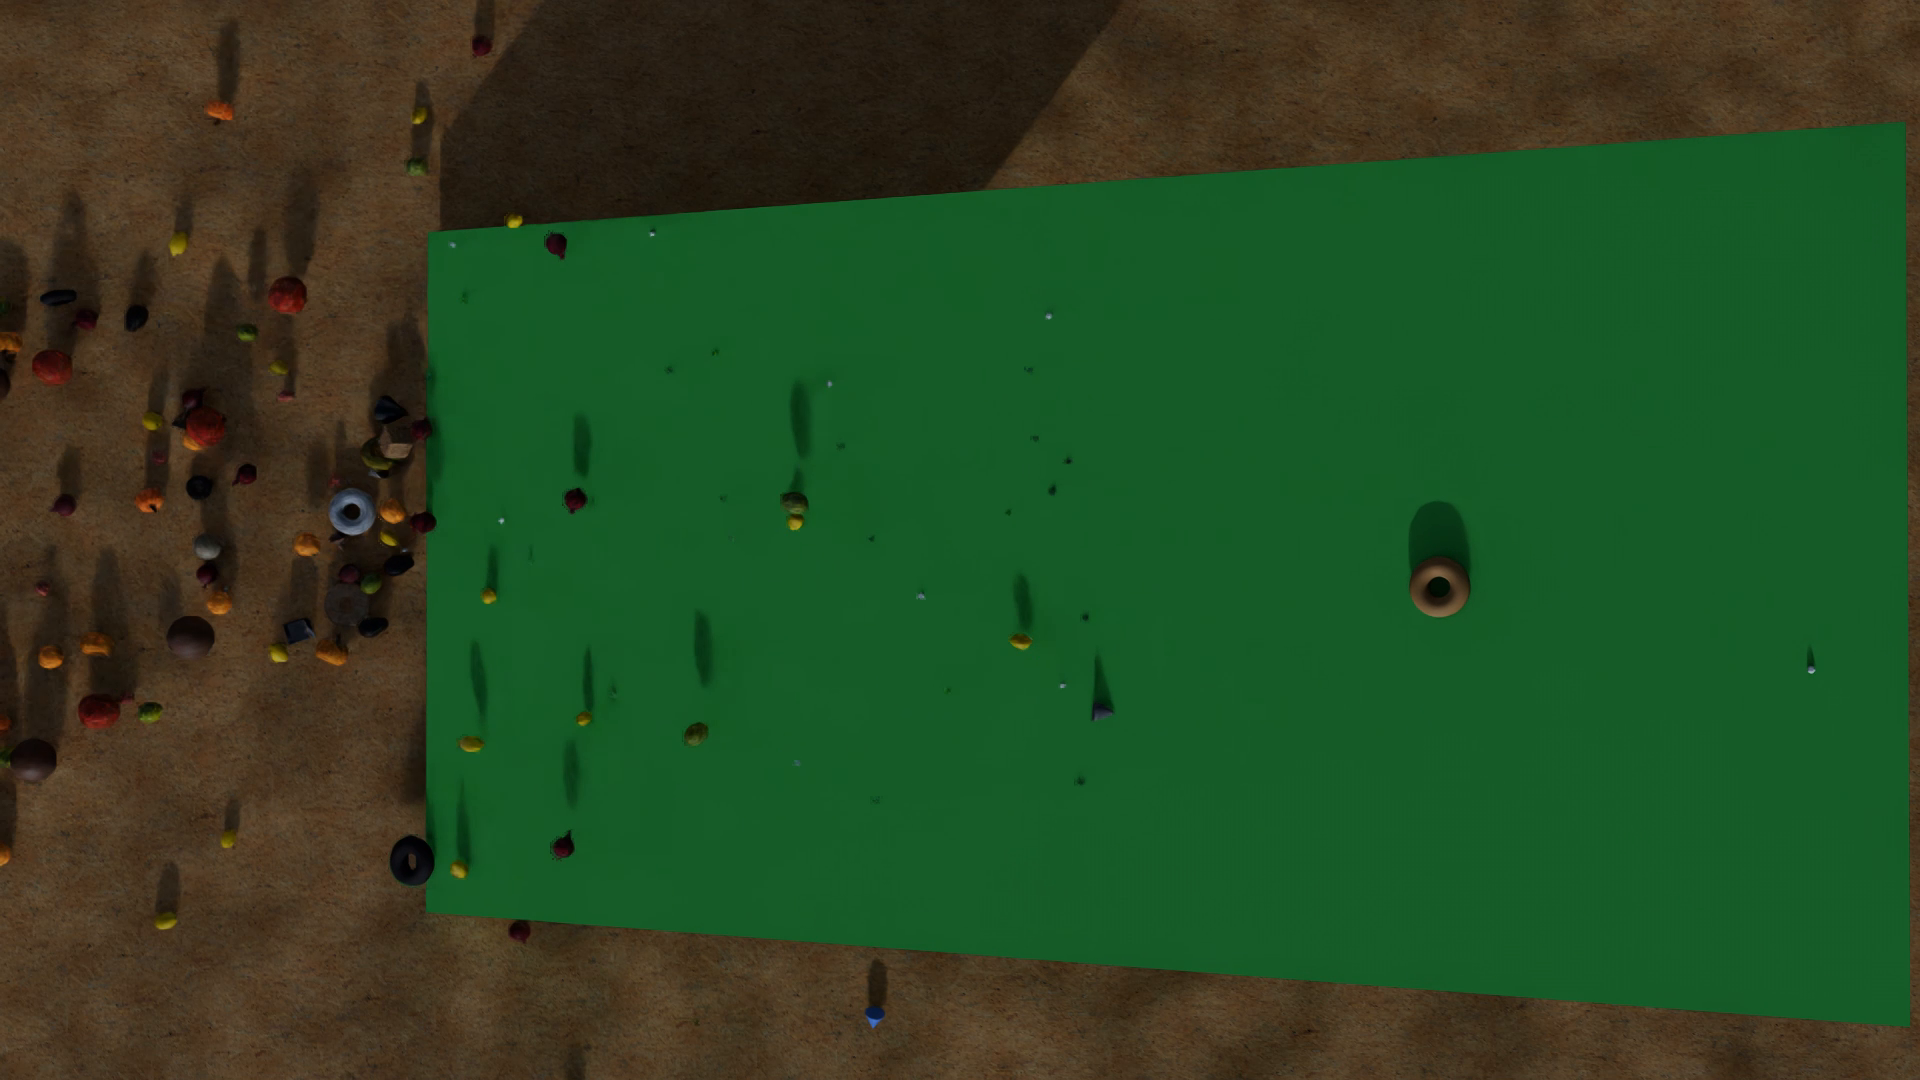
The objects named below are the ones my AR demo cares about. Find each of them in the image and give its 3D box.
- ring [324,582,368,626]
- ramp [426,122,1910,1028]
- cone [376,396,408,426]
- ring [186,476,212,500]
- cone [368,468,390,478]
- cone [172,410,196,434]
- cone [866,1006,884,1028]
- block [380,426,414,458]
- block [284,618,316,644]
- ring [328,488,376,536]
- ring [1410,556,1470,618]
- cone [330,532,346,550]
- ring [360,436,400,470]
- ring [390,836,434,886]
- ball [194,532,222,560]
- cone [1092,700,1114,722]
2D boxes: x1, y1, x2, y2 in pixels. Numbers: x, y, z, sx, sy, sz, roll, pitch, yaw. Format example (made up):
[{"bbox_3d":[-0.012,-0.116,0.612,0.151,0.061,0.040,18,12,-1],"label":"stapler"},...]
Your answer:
[{"bbox_3d":[-1.823,0.192,6.536,0.134,0.045,0.134,0,88,1],"label":"ring"},{"bbox_3d":[0.283,0.084,5.708,4.000,0.100,2.000,0,89,24],"label":"ramp"},{"bbox_3d":[-1.665,-0.379,6.506,0.090,0.090,0.090,8,89,22],"label":"cone"},{"bbox_3d":[-2.266,-0.156,6.549,0.075,0.025,0.075,0,90,1],"label":"ring"},{"bbox_3d":[-1.743,-0.201,6.549,0.059,0.059,0.059,-20,89,26],"label":"cone"},{"bbox_3d":[-2.299,-0.341,6.549,0.065,0.065,0.065,-37,116,0],"label":"cone"},{"bbox_3d":[-0.256,1.428,6.529,0.060,0.060,0.060,9,116,0],"label":"cone"},{"bbox_3d":[-1.665,-0.287,6.492,0.067,0.067,0.067,-55,50,37],"label":"block"},{"bbox_3d":[-1.961,0.270,6.526,0.061,0.061,0.061,-19,89,0],"label":"block"},{"bbox_3d":[-1.806,-0.084,6.538,0.140,0.047,0.140,0,89,-1],"label":"ring"},{"bbox_3d":[1.145,0.112,5.248,0.146,0.049,0.146,-1,88,25],"label":"ring"},{"bbox_3d":[-1.843,0.012,6.548,0.052,0.052,0.052,-17,116,0],"label":"cone"},{"bbox_3d":[-1.718,-0.258,6.520,0.116,0.039,0.116,8,54,-12],"label":"ring"},{"bbox_3d":[-1.606,0.943,6.449,0.148,0.049,0.148,0,91,25],"label":"ring"},{"bbox_3d":[-2.230,0.018,6.519,0.081,0.081,0.081,0,89,0],"label":"ball"},{"bbox_3d":[0.369,0.439,5.597,0.058,0.058,0.058,7,89,-3],"label":"cone"}]
